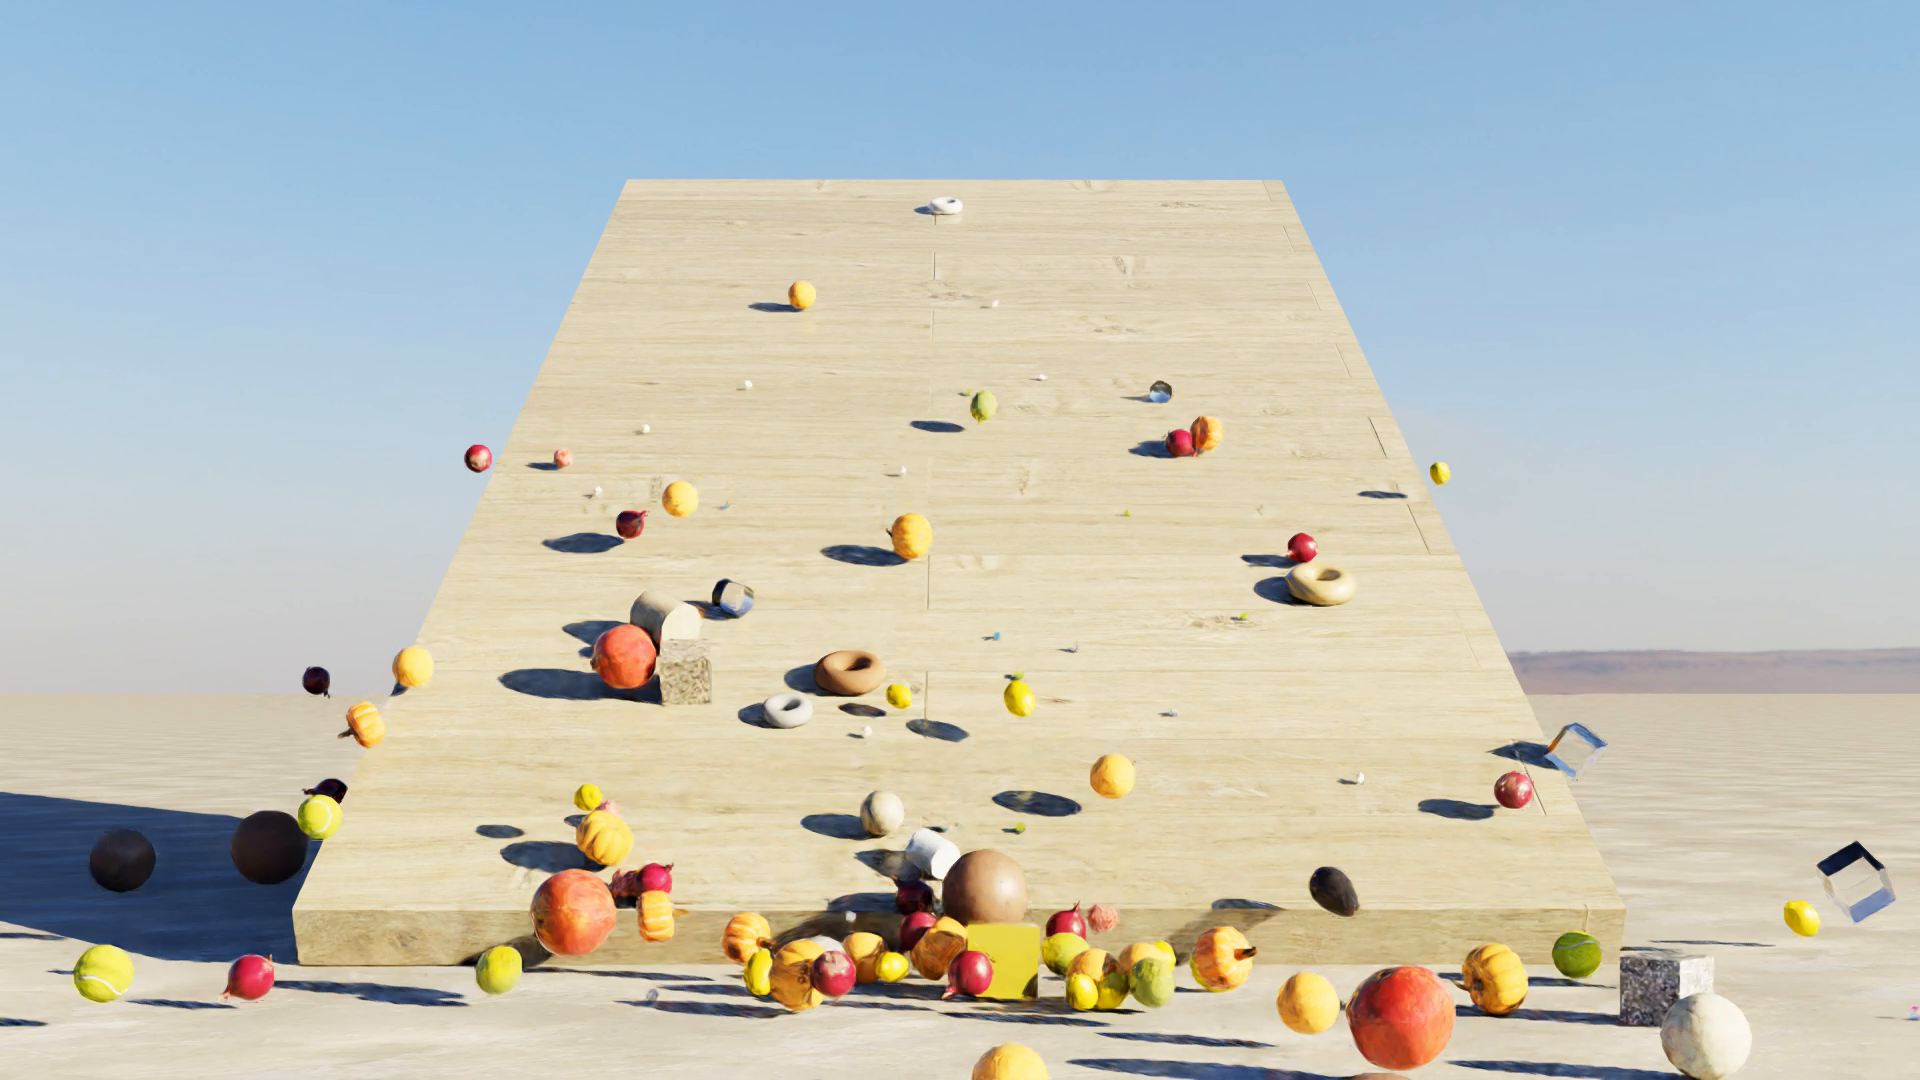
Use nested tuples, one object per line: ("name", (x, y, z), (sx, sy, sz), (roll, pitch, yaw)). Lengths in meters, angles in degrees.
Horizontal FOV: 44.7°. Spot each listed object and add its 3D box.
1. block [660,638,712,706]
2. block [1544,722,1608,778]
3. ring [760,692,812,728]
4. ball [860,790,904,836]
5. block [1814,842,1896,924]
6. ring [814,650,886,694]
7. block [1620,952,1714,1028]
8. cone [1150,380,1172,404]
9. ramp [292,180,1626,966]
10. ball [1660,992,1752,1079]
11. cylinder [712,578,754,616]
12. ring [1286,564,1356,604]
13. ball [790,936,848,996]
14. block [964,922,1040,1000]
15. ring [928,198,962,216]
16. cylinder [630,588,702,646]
("block", (-0.481, 0.232, 4.099), (0.086, 0.086, 0.086), (-2, 25, -4))
("block", (1.028, 0.351, 3.899), (0.063, 0.063, 0.063), (41, 25, 27))
("ring", (-0.300, 0.294, 4.030), (0.092, 0.031, 0.092), (0, 26, 0))
("ball", (-0.123, 0.430, 3.681), (0.072, 0.072, 0.072), (0, -4, 0))
("block", (1.209, 0.462, 3.148), (0.065, 0.065, 0.065), (-31, 30, 0))
("ring", (-0.195, 0.235, 4.146), (0.128, 0.043, 0.128), (1, 23, 0))
("block", (0.888, 0.565, 2.932), (0.083, 0.083, 0.083), (4, -5, -44))
("cone", (0.470, -0.346, 5.432), (0.053, 0.053, 0.053), (-1, 8, 13))
("ramp", (-0.008, -0.229, 5.338), (2.000, 0.100, 4.000), (0, 24, 0))
("ball", (0.800, 0.533, 2.503), (0.093, 0.093, 0.093), (0, -4, 0))
("cylinder", (-0.427, 0.107, 4.391), (0.057, 0.057, 0.057), (23, 8, 27))
("ring", (0.692, 0.084, 4.481), (0.135, 0.045, 0.135), (0, 23, 0))
("ball", (-0.193, 0.583, 3.195), (0.081, 0.081, 0.081), (0, -4, 0))
("block", (0.056, 0.569, 3.168), (0.096, 0.096, 0.096), (2, -7, -1))
("ring", (-0.043, -0.975, 6.817), (0.100, 0.033, 0.100), (-1, 25, 0))
("cylinder", (-0.540, 0.148, 4.271), (0.093, 0.093, 0.093), (23, 12, 40))
